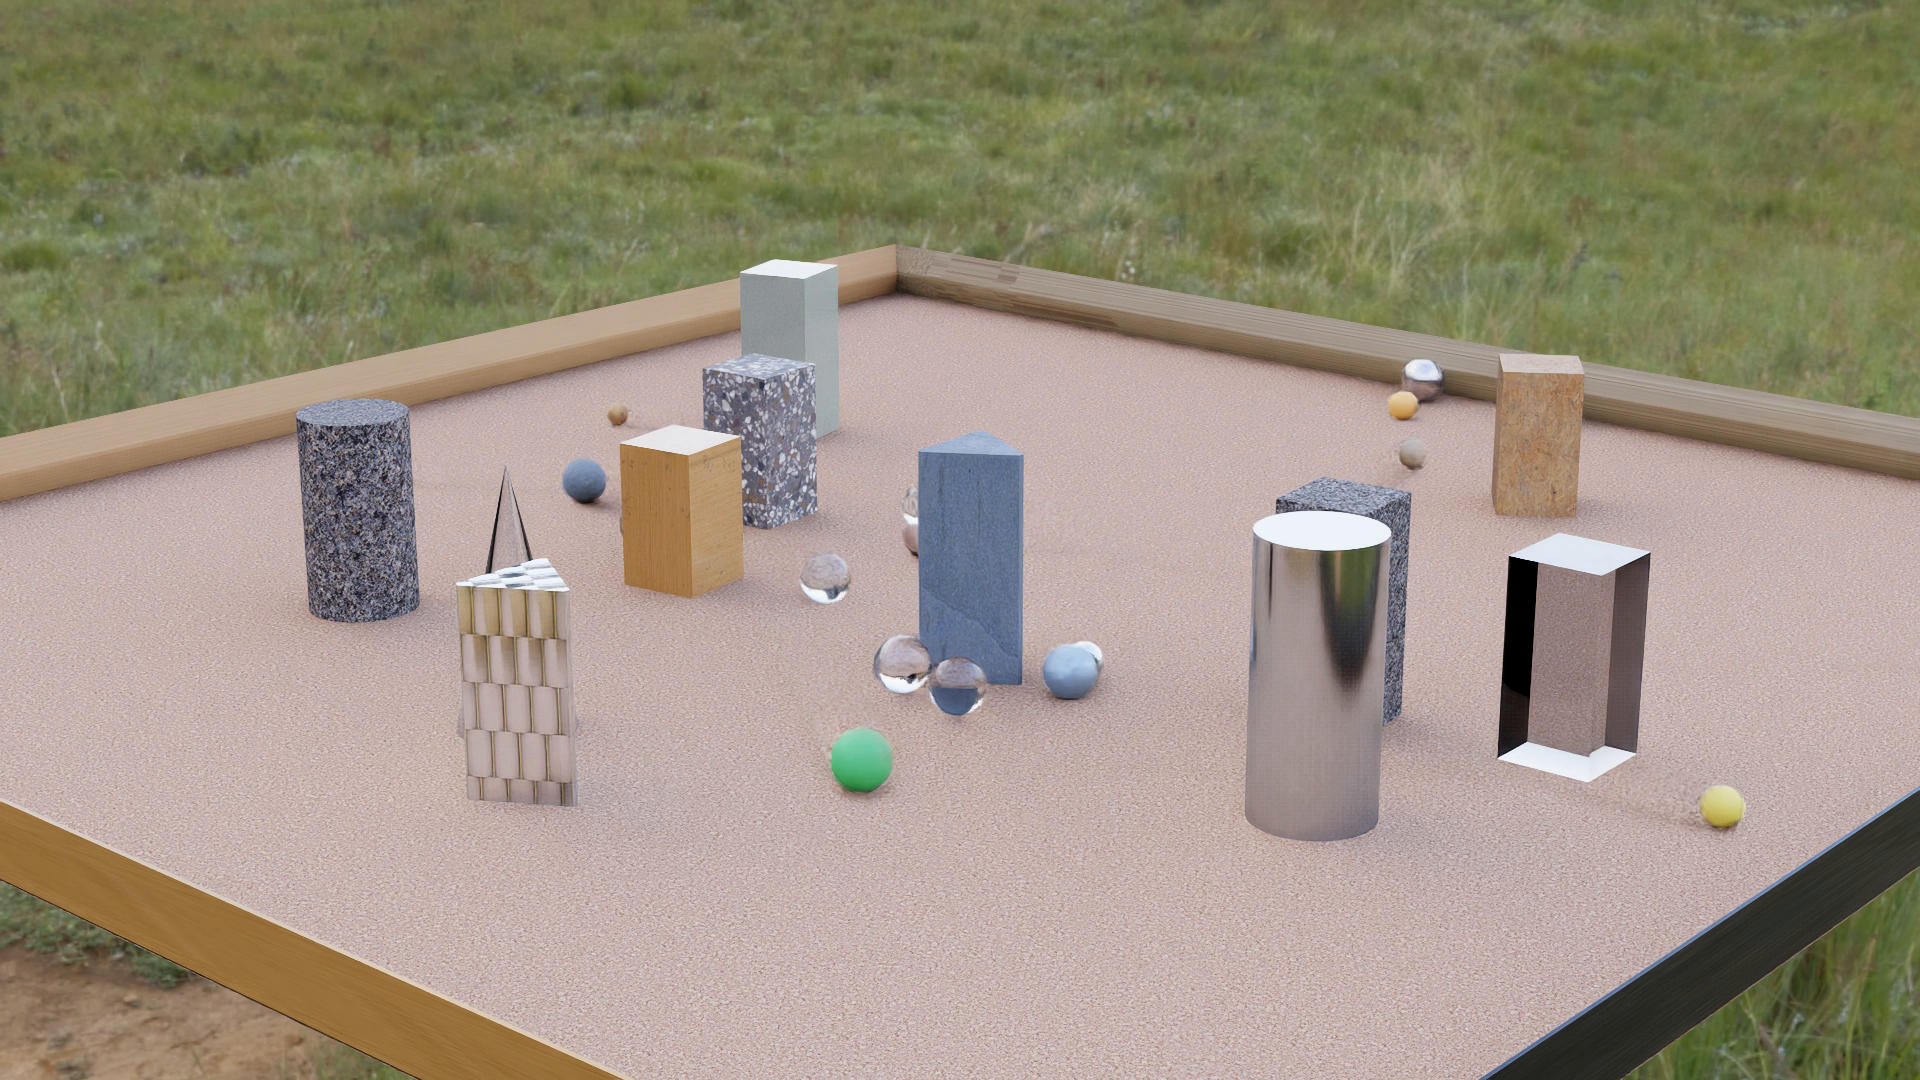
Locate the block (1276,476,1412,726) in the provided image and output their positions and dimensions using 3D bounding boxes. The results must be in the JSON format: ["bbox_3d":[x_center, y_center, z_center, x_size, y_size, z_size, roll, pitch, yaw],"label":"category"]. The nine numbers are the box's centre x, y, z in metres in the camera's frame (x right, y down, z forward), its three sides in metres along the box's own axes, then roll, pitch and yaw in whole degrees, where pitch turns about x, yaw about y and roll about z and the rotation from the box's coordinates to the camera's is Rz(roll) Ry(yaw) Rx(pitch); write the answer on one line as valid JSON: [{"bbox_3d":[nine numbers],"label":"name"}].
[{"bbox_3d":[0.579,0.104,4.473,0.150,0.358,0.150,11,20,33],"label":"block"}]

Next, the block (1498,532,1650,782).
[{"bbox_3d":[0.905,0.171,4.325,0.150,0.316,0.150,14,21,38],"label":"block"}]

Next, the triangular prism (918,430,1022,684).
[{"bbox_3d":[0.026,0.025,4.697,0.163,0.379,0.141,2,17,7],"label":"triangular prism"}]

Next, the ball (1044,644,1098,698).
[{"bbox_3d":[0.174,0.206,4.608,0.086,0.086,0.086,0,17,0],"label":"ball"}]

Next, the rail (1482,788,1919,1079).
[{"bbox_3d":[1.327,0.364,4.018,0.045,0.122,3.598,14,22,39],"label":"rail"}]

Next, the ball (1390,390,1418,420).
[{"bbox_3d":[0.951,-0.289,6.285,0.062,0.062,0.062,0,17,0],"label":"ball"}]

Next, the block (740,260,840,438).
[{"bbox_3d":[-0.355,-0.396,6.143,0.150,0.349,0.150,8,18,24],"label":"block"}]

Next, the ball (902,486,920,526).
[{"bbox_3d":[-0.062,-0.061,5.483,0.091,0.091,0.091,0,17,0],"label":"ball"}]

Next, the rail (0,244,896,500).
[{"bbox_3d":[-1.327,-0.303,6.224,0.045,0.122,3.598,14,22,39],"label":"rail"}]

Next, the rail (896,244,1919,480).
[{"bbox_3d":[1.164,-0.357,6.404,3.563,0.122,0.045,14,22,39],"label":"rail"}]

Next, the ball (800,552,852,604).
[{"bbox_3d":[-0.232,0.065,5.067,0.089,0.089,0.089,0,17,0],"label":"ball"}]

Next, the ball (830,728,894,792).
[{"bbox_3d":[-0.141,0.317,4.232,0.091,0.091,0.091,0,17,0],"label":"ball"}]

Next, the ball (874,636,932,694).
[{"bbox_3d":[-0.091,0.196,4.629,0.092,0.092,0.092,0,17,0],"label":"ball"}]

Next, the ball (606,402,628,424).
[{"bbox_3d":[-0.730,-0.269,6.250,0.045,0.045,0.045,0,17,0],"label":"ball"}]

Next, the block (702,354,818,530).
[{"bbox_3d":[-0.378,-0.188,5.556,0.150,0.291,0.150,12,20,34],"label":"block"}]

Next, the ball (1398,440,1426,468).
[{"bbox_3d":[0.913,-0.174,5.915,0.057,0.057,0.057,0,17,0],"label":"ball"}]

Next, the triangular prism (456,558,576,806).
[{"bbox_3d":[-0.614,0.201,4.214,0.163,0.323,0.141,3,17,10],"label":"triangular prism"}]

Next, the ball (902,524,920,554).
[{"bbox_3d":[-0.077,-0.002,5.349,0.055,0.055,0.055,0,17,0],"label":"ball"}]

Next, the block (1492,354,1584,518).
[{"bbox_3d":[1.106,-0.201,5.618,0.150,0.280,0.150,2,17,7],"label":"block"}]

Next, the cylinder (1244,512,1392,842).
[{"bbox_3d":[0.497,0.188,4.085,0.188,0.422,0.188,0,17,0],"label":"cylinder"}]

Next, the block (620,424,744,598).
[{"bbox_3d":[-0.488,-0.052,5.160,0.150,0.259,0.150,10,20,31],"label":"block"}]

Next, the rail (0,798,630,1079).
[{"bbox_3d":[-1.164,0.419,3.838,3.563,0.122,0.045,14,22,39],"label":"rail"}]

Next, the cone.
[{"bbox_3d":[-0.677,0.085,4.433,0.188,0.418,0.188,0,17,0],"label":"cone"}]

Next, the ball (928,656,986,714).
[{"bbox_3d":[-0.004,0.225,4.535,0.091,0.091,0.091,0,17,0],"label":"ball"}]

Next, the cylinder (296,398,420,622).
[{"bbox_3d":[-1.028,-0.052,5.012,0.188,0.344,0.188,0,17,0],"label":"cylinder"}]

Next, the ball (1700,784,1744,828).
[{"bbox_3d":[1.065,0.372,4.103,0.059,0.059,0.059,0,17,0],"label":"ball"}]

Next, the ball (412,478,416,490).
[{"bbox_3d":[-1.086,-0.101,5.643,0.074,0.074,0.074,0,17,0],"label":"ball"}]

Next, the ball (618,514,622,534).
[{"bbox_3d":[-0.581,-0.029,5.377,0.090,0.090,0.090,0,17,0],"label":"ball"}]

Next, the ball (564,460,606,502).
[{"bbox_3d":[-0.725,-0.114,5.670,0.083,0.083,0.083,0,17,0],"label":"ball"}]

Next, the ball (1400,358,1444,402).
[{"bbox_3d":[1.014,-0.351,6.436,0.094,0.094,0.094,0,17,0],"label":"ball"}]

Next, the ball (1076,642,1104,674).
[{"bbox_3d":[0.199,0.193,4.688,0.063,0.063,0.063,0,17,0],"label":"ball"}]
